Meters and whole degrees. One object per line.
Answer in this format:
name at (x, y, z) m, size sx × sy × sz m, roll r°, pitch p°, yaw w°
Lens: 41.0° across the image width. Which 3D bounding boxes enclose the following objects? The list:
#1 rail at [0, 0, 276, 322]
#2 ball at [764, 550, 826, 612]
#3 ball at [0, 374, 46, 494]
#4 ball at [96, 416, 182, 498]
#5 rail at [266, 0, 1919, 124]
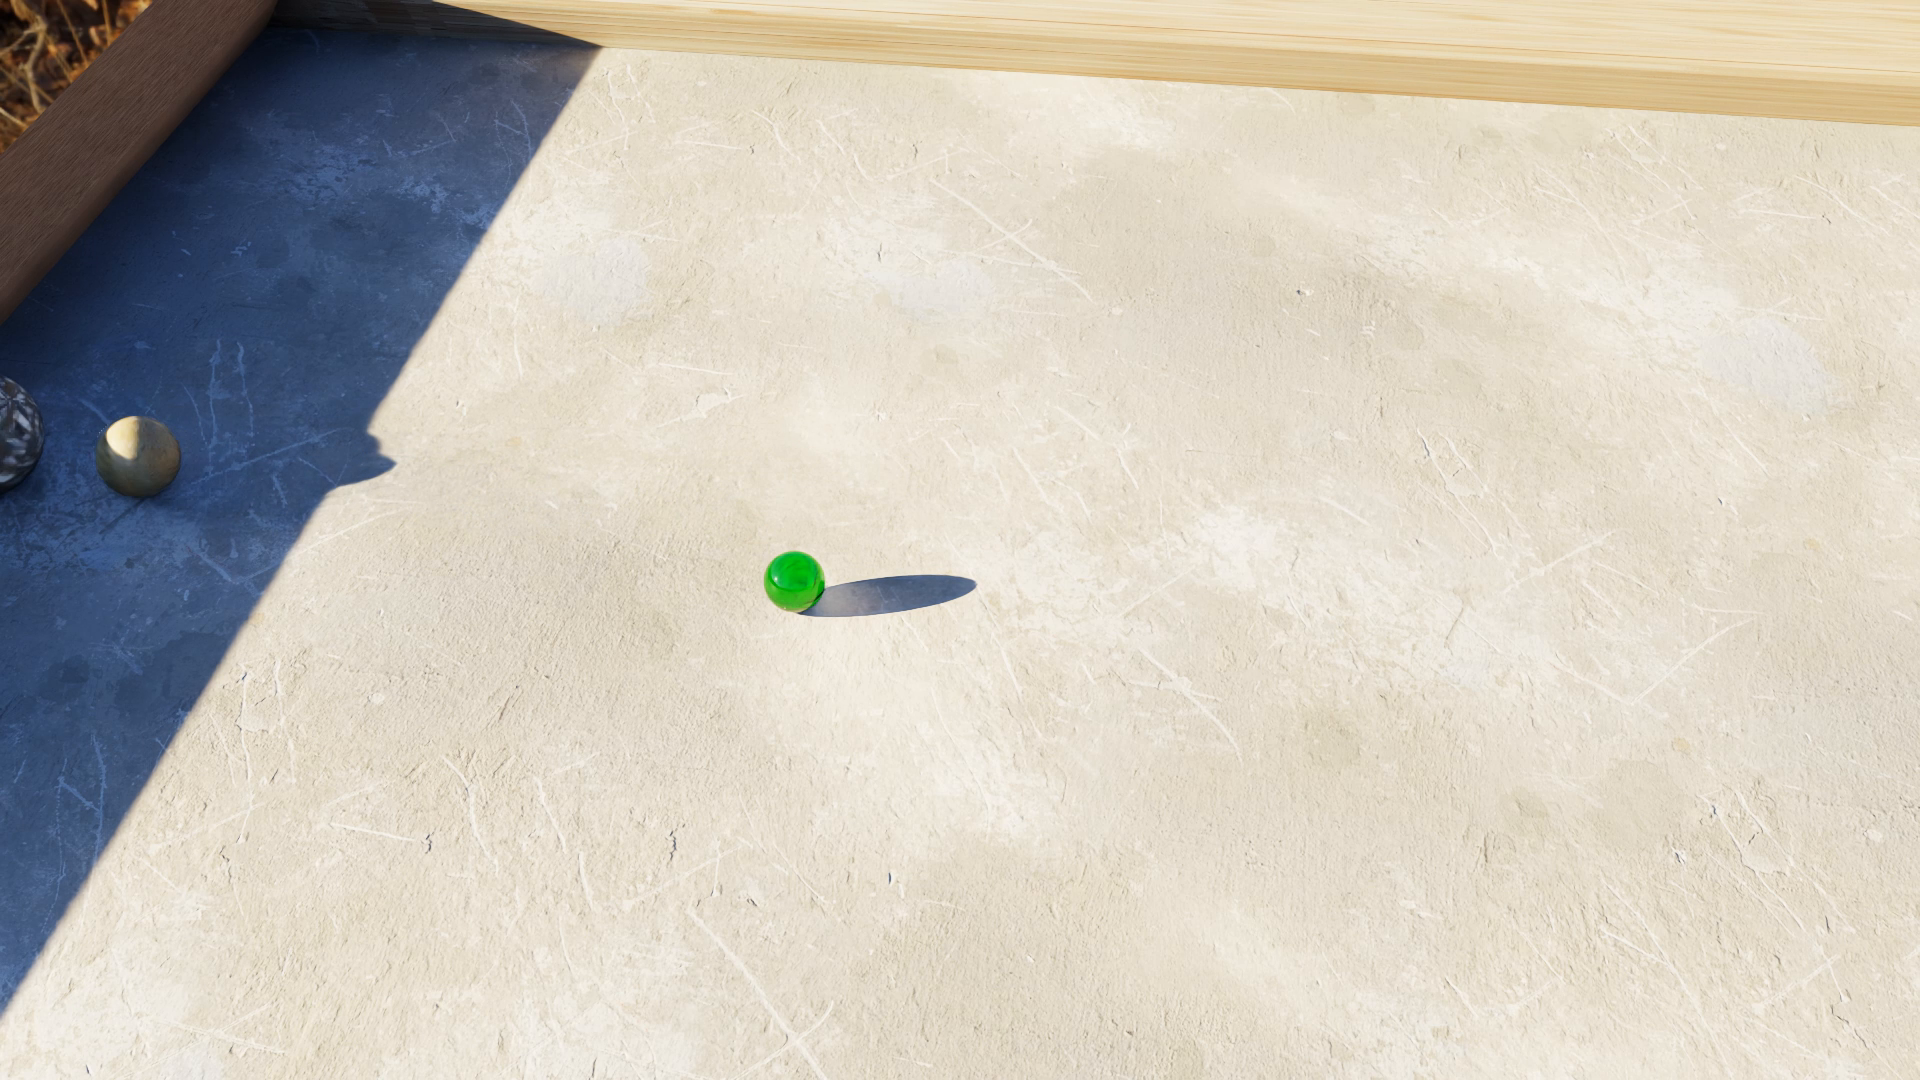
rail at (-0.829, -0.099, 1.951) m, size 0.045 × 0.128 × 1.735 m, roll 5°, pitch 35°, yaw 7°
ball at (-0.119, 0.030, 1.841) m, size 0.045 × 0.045 × 0.045 m, roll 0°, pitch 35°, yaw 0°
ball at (-0.748, -0.080, 1.952) m, size 0.098 × 0.098 × 0.098 m, roll 0°, pitch 35°, yaw 0°
ball at (-0.627, -0.064, 1.959) m, size 0.063 × 0.063 × 0.063 m, roll 0°, pitch 35°, yaw 0°
rail at (0.972, -0.441, 2.439) m, size 3.445 × 0.128 × 0.045 m, roll 5°, pitch 35°, yaw 7°
